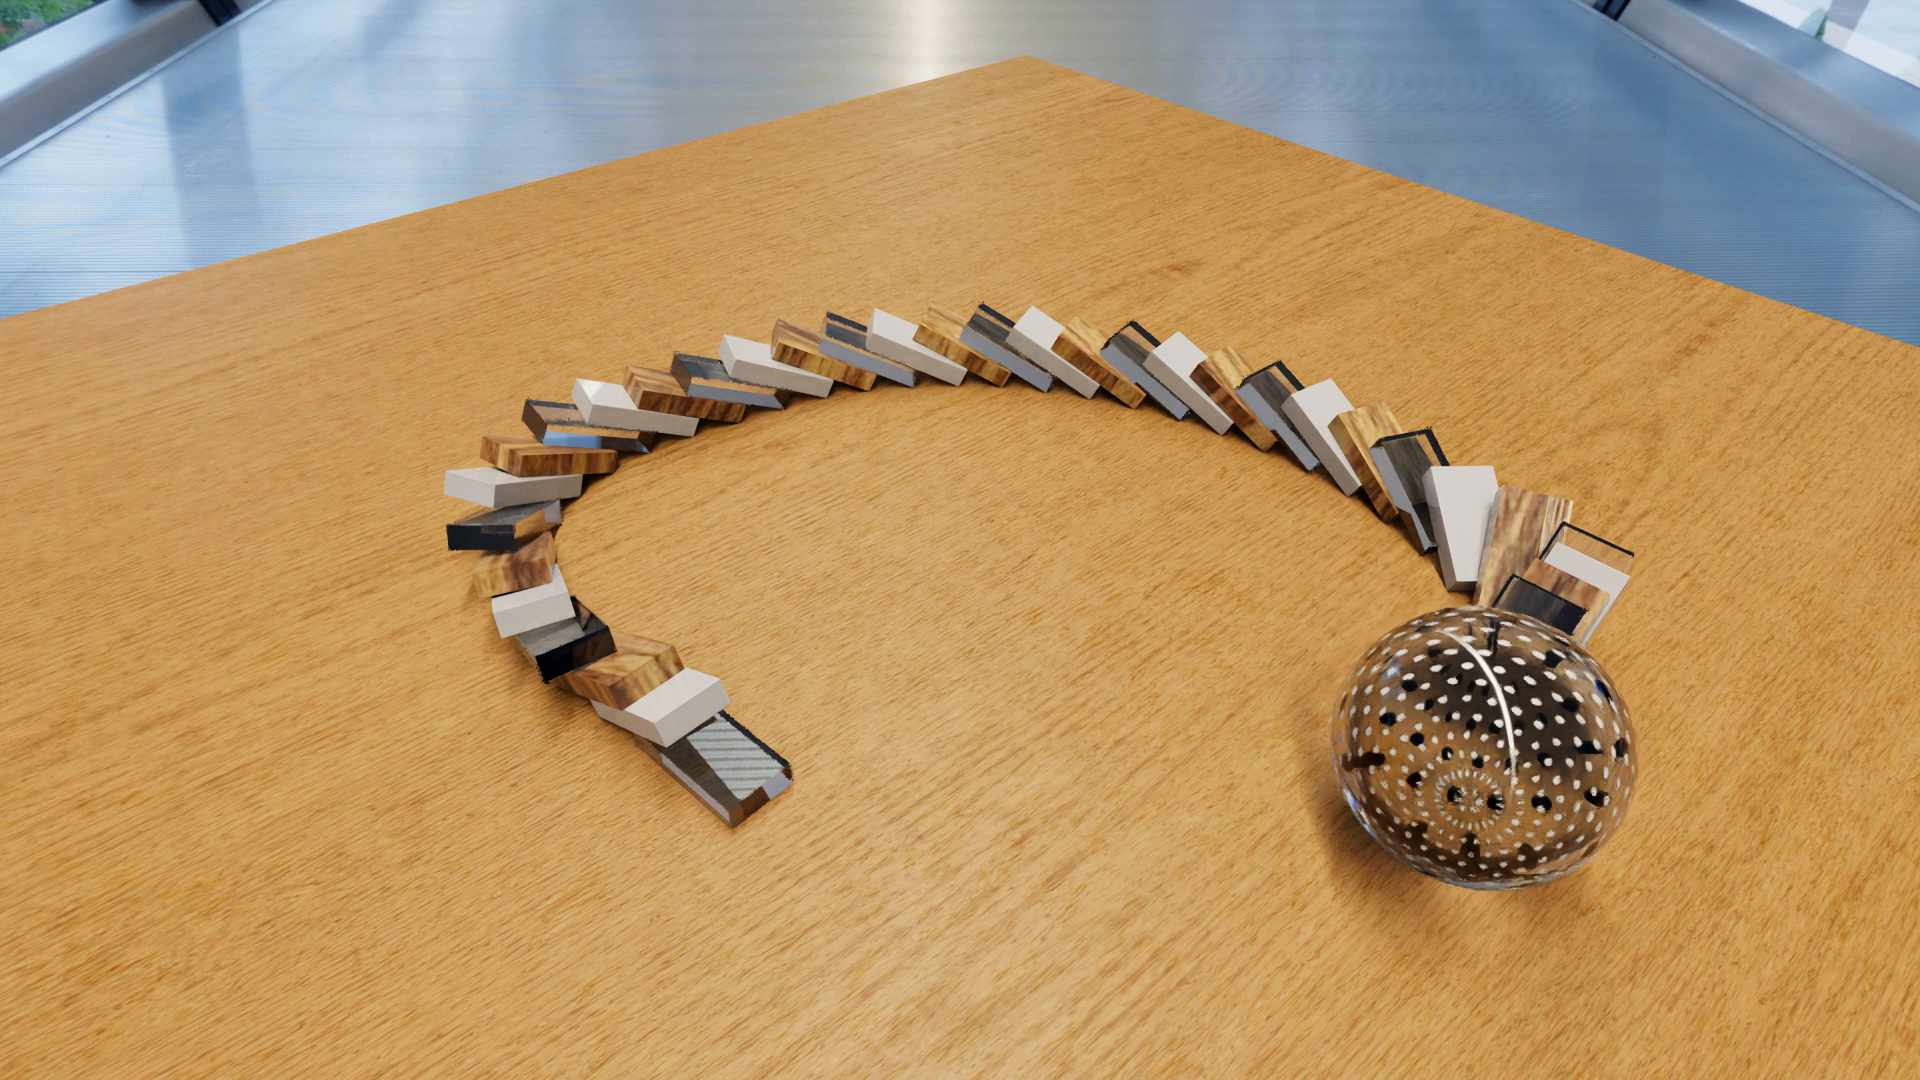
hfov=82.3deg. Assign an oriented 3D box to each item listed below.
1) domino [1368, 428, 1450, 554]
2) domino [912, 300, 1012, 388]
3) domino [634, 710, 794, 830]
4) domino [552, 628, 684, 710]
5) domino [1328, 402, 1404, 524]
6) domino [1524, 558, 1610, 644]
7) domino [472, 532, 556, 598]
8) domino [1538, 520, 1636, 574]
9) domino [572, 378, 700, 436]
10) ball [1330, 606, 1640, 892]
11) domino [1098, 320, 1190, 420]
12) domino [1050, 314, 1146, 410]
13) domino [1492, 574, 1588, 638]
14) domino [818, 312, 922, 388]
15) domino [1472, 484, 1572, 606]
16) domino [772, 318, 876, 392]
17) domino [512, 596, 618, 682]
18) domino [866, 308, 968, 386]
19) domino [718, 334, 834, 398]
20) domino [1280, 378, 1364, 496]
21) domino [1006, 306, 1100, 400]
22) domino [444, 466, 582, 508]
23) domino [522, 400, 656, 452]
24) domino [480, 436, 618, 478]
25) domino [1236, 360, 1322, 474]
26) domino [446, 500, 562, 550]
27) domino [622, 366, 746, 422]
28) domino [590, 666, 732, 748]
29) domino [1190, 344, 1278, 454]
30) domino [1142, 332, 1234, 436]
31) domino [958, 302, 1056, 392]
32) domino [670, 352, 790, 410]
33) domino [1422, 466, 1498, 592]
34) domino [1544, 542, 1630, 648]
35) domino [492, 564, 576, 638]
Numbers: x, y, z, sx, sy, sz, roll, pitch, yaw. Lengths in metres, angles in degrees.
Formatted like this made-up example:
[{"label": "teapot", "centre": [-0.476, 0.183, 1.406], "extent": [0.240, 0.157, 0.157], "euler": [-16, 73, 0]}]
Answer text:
[{"label": "domino", "centre": [0.191, -0.020, 0.452], "extent": [0.025, 0.010, 0.050], "euler": [-11, 67, -13]}, {"label": "domino", "centre": [0.004, -0.097, 0.546], "extent": [0.050, 0.010, 0.025], "euler": [28, 40, -7]}, {"label": "domino", "centre": [-0.081, 0.070, 0.358], "extent": [0.050, 0.009, 0.025], "euler": [30, 48, 31]}, {"label": "domino", "centre": [-0.118, 0.043, 0.375], "extent": [0.050, 0.010, 0.025], "euler": [5, 32, 46]}, {"label": "domino", "centre": [0.181, -0.033, 0.468], "extent": [0.025, 0.010, 0.050], "euler": [-16, 68, -18]}, {"label": "domino", "centre": [0.196, 0.034, 0.376], "extent": [0.025, 0.010, 0.050], "euler": [34, 95, 34]}, {"label": "domino", "centre": [-0.168, 0.009, 0.416], "extent": [0.025, 0.010, 0.050], "euler": [-13, 15, -15]}, {"label": "domino", "centre": [0.214, 0.021, 0.392], "extent": [0.025, 0.009, 0.050], "euler": [34, 95, 34]}, {"label": "domino", "centre": [-0.147, -0.060, 0.500], "extent": [0.050, 0.010, 0.025], "euler": [4, 30, -40]}, {"label": "ball", "centre": [0.148, 0.059, 0.316], "extent": [0.080, 0.080, 0.080], "euler": [0, 39, 0]}, {"label": "domino", "centre": [0.094, -0.082, 0.527], "extent": [0.050, 0.010, 0.025], "euler": [42, 50, 8]}, {"label": "domino", "centre": [0.071, -0.087, 0.533], "extent": [0.050, 0.009, 0.025], "euler": [36, 46, 2]}, {"label": "domino", "centre": [0.185, 0.039, 0.370], "extent": [0.025, 0.010, 0.050], "euler": [34, 95, 34]}, {"label": "domino", "centre": [-0.044, -0.094, 0.542], "extent": [0.050, 0.009, 0.025], "euler": [18, 35, -19]}, {"label": "domino", "centre": [0.212, 0.006, 0.414], "extent": [0.025, 0.009, 0.050], "euler": [15, 75, 13]}, {"label": "domino", "centre": [-0.067, -0.091, 0.538], "extent": [0.050, 0.009, 0.025], "euler": [16, 34, -22]}, {"label": "domino", "centre": [-0.141, 0.034, 0.387], "extent": [0.025, 0.010, 0.050], "euler": [-24, 21, -27]}, {"label": "domino", "centre": [-0.021, -0.095, 0.543], "extent": [0.050, 0.009, 0.025], "euler": [20, 36, -16]}, {"label": "domino", "centre": [-0.088, -0.083, 0.529], "extent": [0.050, 0.010, 0.025], "euler": [9, 32, -32]}, {"label": "domino", "centre": [0.166, -0.045, 0.482], "extent": [0.025, 0.009, 0.050], "euler": [-22, 70, -25]}, {"label": "domino", "centre": [0.049, -0.092, 0.540], "extent": [0.050, 0.009, 0.025], "euler": [35, 45, 1]}, {"label": "domino", "centre": [-0.183, -0.023, 0.453], "extent": [0.025, 0.009, 0.050], "euler": [14, 13, 19]}, {"label": "domino", "centre": [-0.164, -0.050, 0.488], "extent": [0.050, 0.009, 0.025], "euler": [1, 29, -45]}, {"label": "domino", "centre": [-0.175, -0.036, 0.470], "extent": [0.025, 0.009, 0.050], "euler": [23, 16, 26]}, {"label": "domino", "centre": [0.150, -0.056, 0.496], "extent": [0.025, 0.010, 0.050], "euler": [-28, 72, -30]}, {"label": "domino", "centre": [-0.179, -0.006, 0.434], "extent": [0.025, 0.009, 0.050], "euler": [-1, 13, -1]}, {"label": "domino", "centre": [-0.128, -0.067, 0.509], "extent": [0.050, 0.009, 0.025], "euler": [4, 31, -38]}, {"label": "domino", "centre": [-0.100, 0.052, 0.364], "extent": [0.025, 0.010, 0.050], "euler": [-35, 26, -34]}, {"label": "domino", "centre": [0.132, -0.066, 0.507], "extent": [0.025, 0.010, 0.050], "euler": [-33, 75, -34]}, {"label": "domino", "centre": [0.113, -0.074, 0.518], "extent": [0.050, 0.009, 0.025], "euler": [44, 52, 9]}, {"label": "domino", "centre": [0.026, -0.095, 0.544], "extent": [0.050, 0.010, 0.025], "euler": [31, 42, -4]}, {"label": "domino", "centre": [-0.108, -0.075, 0.519], "extent": [0.050, 0.009, 0.025], "euler": [4, 31, -38]}, {"label": "domino", "centre": [0.201, -0.005, 0.433], "extent": [0.025, 0.009, 0.050], "euler": [-1, 64, -1]}, {"label": "domino", "centre": [0.206, 0.029, 0.383], "extent": [0.025, 0.010, 0.050], "euler": [35, 95, 34]}, {"label": "domino", "centre": [-0.156, 0.021, 0.401], "extent": [0.025, 0.009, 0.050], "euler": [-18, 17, -20]}]
